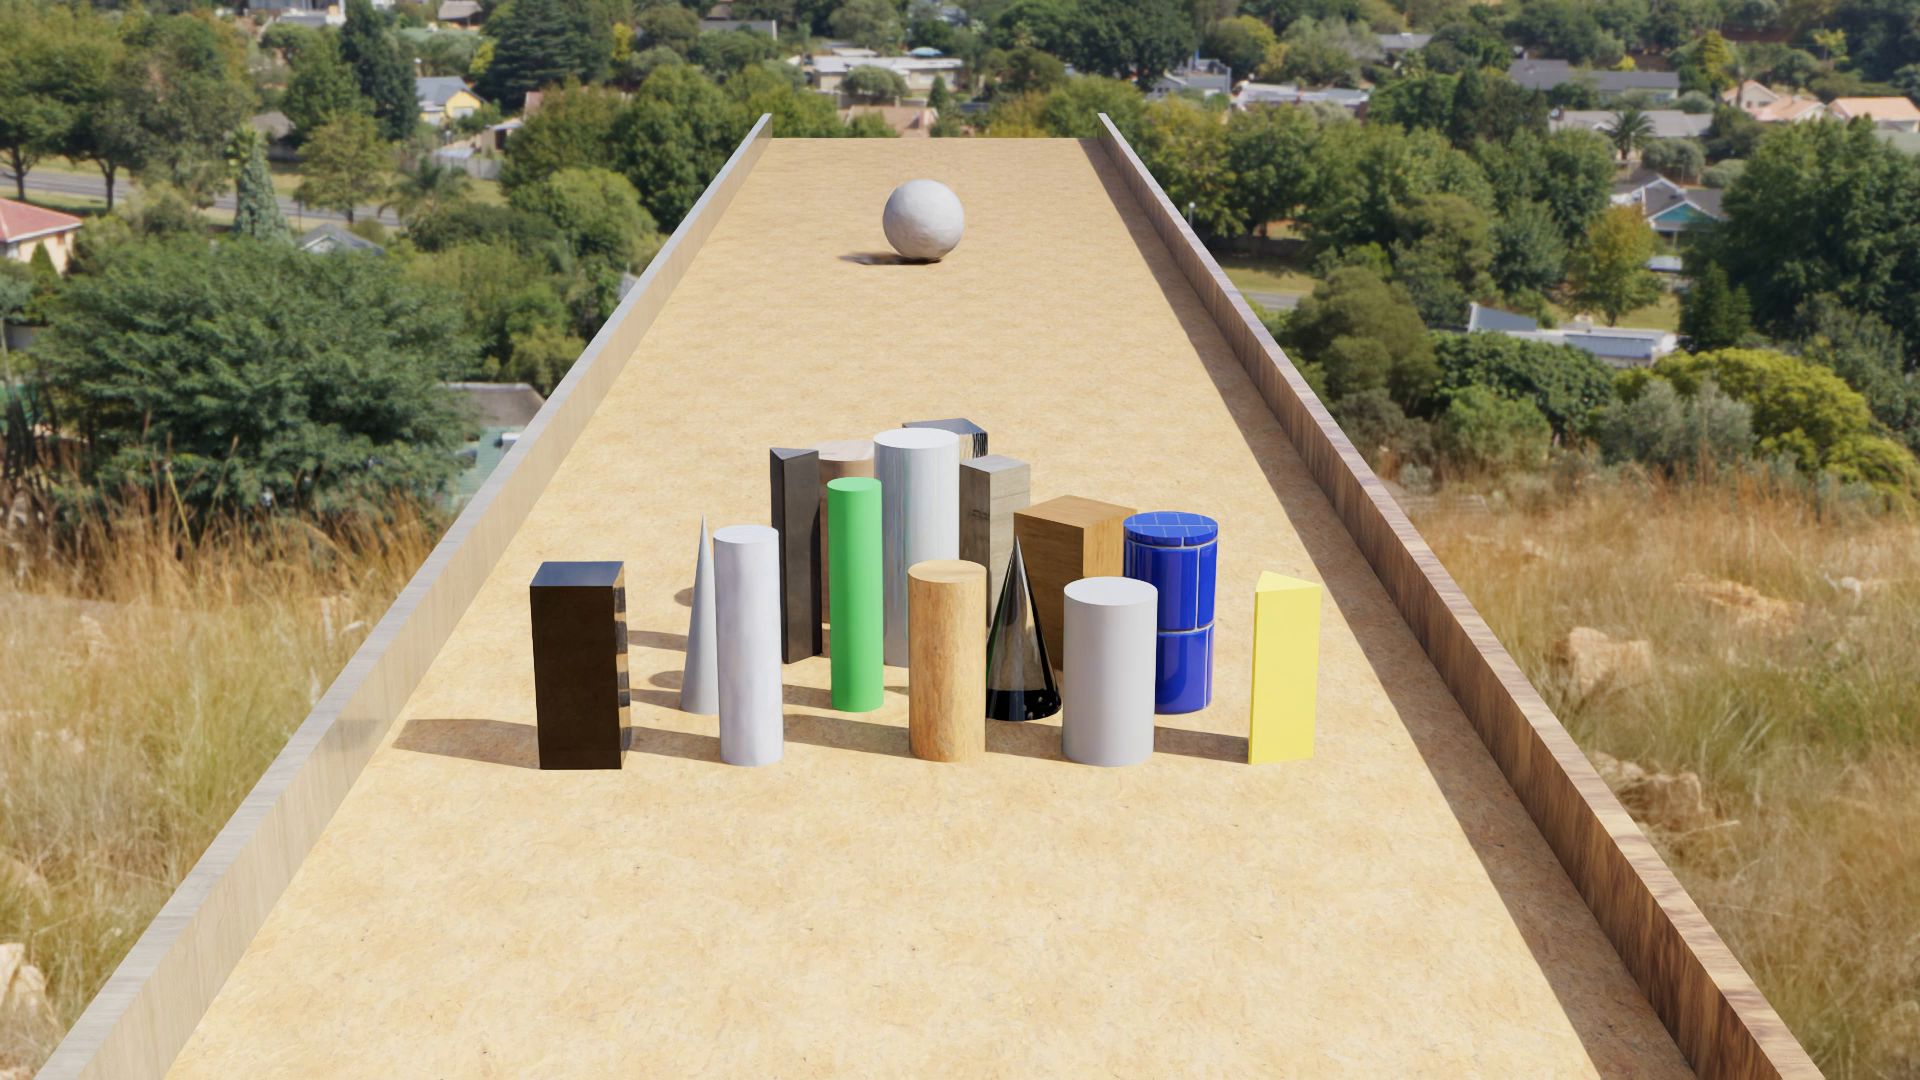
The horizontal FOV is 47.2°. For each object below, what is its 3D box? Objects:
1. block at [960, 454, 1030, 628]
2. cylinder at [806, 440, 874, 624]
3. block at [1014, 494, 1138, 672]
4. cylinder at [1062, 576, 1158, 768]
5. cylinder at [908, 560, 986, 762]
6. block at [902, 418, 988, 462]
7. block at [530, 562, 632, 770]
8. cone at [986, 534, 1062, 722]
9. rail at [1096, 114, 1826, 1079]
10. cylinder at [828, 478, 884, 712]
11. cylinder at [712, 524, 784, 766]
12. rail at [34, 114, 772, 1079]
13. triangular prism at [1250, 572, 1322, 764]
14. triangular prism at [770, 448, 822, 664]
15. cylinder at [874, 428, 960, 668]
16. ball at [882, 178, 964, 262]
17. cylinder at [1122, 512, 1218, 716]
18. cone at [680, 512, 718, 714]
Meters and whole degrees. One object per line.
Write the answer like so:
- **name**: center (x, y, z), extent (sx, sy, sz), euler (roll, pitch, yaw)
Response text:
- **block**: center (0.069, 0.000, 4.638), extent (0.111, 0.335, 0.111), euler (-14, 21, -38)
- **cylinder**: center (-0.236, -0.017, 4.657), extent (0.177, 0.357, 0.177), euler (0, 17, 0)
- **block**: center (0.229, 0.087, 4.400), extent (0.175, 0.304, 0.175), euler (14, 21, 38)
- **cylinder**: center (0.265, 0.233, 3.914), extent (0.164, 0.301, 0.164), euler (0, 17, 0)
- **cylinder**: center (-0.022, 0.215, 3.917), extent (0.138, 0.335, 0.138), euler (0, 17, 0)
- **block**: center (-0.034, -0.084, 4.911), extent (0.149, 0.342, 0.149), euler (-6, 18, -19)
- **block**: center (-0.668, 0.221, 3.887), extent (0.143, 0.340, 0.143), euler (0, 17, -1)
- **cone**: center (0.106, 0.150, 4.129), extent (0.177, 0.338, 0.177), euler (0, 17, 0)
- **rail**: center (0.932, -0.844, 7.801), extent (0.050, 0.150, 12.000), euler (0, 17, -1)
- **cylinder**: center (-0.195, 0.104, 4.121), extent (0.100, 0.432, 0.100), euler (0, 17, 0)
- **cylinder**: center (-0.372, 0.187, 3.875), extent (0.113, 0.412, 0.113), euler (0, 17, 0)
- **rail**: center (-1.118, -0.838, 7.780), extent (0.050, 0.150, 12.000), euler (0, 17, -1)
- **triangular prism**: center (0.557, 0.224, 3.911), extent (0.124, 0.321, 0.107), euler (-5, 17, -15)
- **triangular prism**: center (-0.344, 0.028, 4.392), extent (0.086, 0.423, 0.099), euler (14, 22, 40)
- **cylinder**: center (-0.086, 0.015, 4.385), extent (0.169, 0.450, 0.169), euler (0, 17, 0)
- **ball**: center (-0.150, -1.319, 9.066), extent (0.339, 0.339, 0.339), euler (0, 17, 0)
- **cylinder**: center (0.393, 0.137, 4.156), extent (0.177, 0.348, 0.177), euler (0, 17, 0)
- **cone**: center (-0.475, 0.129, 4.123), extent (0.113, 0.382, 0.113), euler (0, 17, 0)
